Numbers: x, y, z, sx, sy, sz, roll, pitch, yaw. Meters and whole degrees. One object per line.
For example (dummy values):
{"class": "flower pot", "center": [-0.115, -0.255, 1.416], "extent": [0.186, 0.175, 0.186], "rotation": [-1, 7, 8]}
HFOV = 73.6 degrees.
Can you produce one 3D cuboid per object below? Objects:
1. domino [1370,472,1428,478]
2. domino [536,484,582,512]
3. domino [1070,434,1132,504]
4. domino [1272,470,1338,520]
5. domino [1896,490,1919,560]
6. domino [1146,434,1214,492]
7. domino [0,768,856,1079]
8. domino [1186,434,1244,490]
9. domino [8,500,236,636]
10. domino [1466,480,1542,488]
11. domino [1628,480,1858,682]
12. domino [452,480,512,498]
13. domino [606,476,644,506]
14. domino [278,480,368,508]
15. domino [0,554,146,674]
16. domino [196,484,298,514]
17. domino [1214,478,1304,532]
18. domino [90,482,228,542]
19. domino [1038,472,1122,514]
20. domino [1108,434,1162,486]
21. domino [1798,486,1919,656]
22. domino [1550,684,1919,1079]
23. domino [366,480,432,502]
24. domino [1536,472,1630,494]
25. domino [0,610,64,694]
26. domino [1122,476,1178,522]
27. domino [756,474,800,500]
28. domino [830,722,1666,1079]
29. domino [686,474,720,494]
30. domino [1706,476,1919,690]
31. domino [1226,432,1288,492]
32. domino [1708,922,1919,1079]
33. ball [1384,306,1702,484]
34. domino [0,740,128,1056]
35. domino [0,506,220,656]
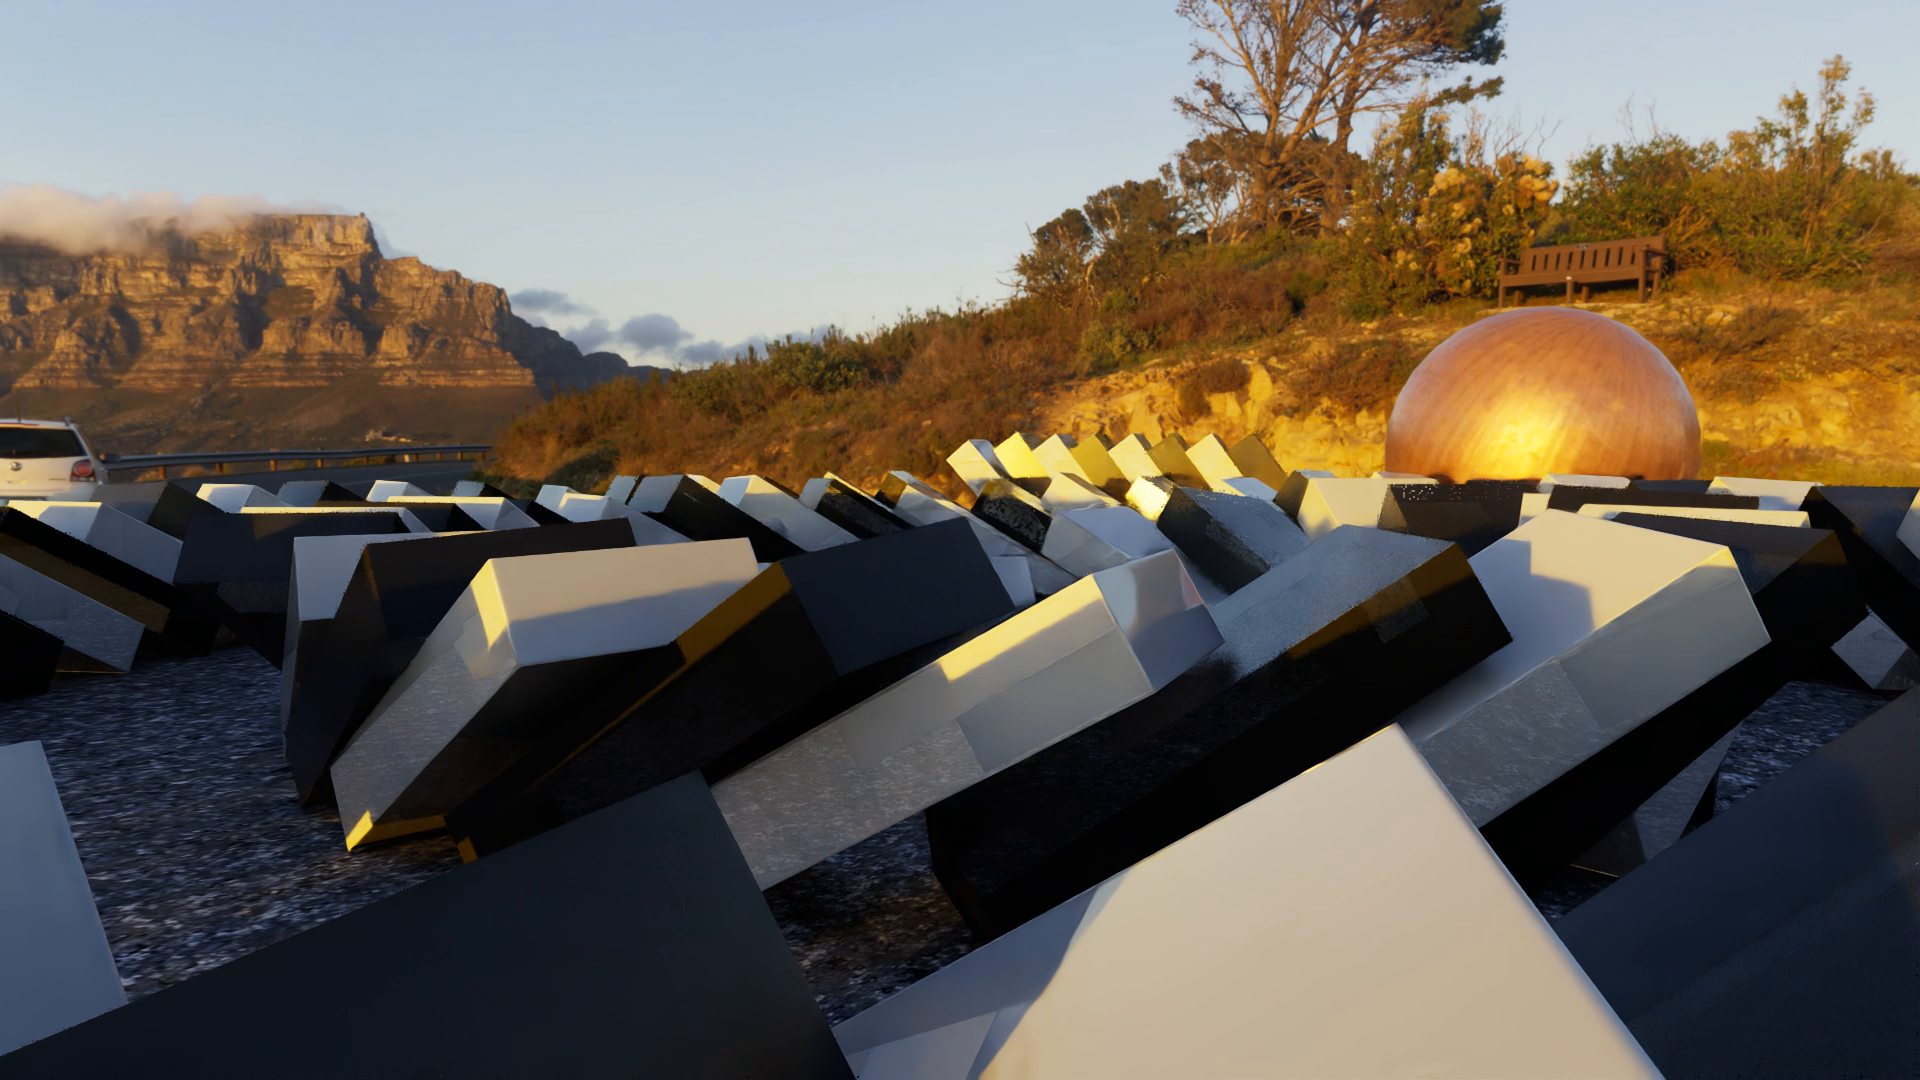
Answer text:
{"class": "domino", "center": [0.119, 0.002, 0.299], "extent": [0.025, 0.010, 0.050], "rotation": [0, 36, -44]}
{"class": "domino", "center": [-0.095, 0.000, 0.366], "extent": [0.050, 0.010, 0.025], "rotation": [29, -12, -31]}
{"class": "domino", "center": [0.055, -0.010, 0.403], "extent": [0.010, 0.050, 0.025], "rotation": [-37, -6, 15]}
{"class": "domino", "center": [0.102, 0.001, 0.309], "extent": [0.050, 0.010, 0.025], "rotation": [41, 23, 26]}
{"class": "domino", "center": [0.171, 0.010, 0.196], "extent": [0.025, 0.010, 0.050], "rotation": [2, 36, 2]}
{"class": "domino", "center": [0.077, -0.010, 0.395], "extent": [0.010, 0.050, 0.025], "rotation": [-37, -6, 15]}
{"class": "domino", "center": [-0.029, 0.023, 0.031], "extent": [0.050, 0.009, 0.025], "rotation": [-32, -8, 21]}
{"class": "domino", "center": [0.088, -0.009, 0.389], "extent": [0.009, 0.050, 0.025], "rotation": [-37, -6, 15]}
{"class": "domino", "center": [-0.165, 0.007, 0.263], "extent": [0.025, 0.010, 0.050], "rotation": [2, -23, 20]}
{"class": "domino", "center": [0.136, 0.004, 0.283], "extent": [0.025, 0.010, 0.050], "rotation": [-2, 36, -29]}
{"class": "domino", "center": [0.155, 0.006, 0.250], "extent": [0.025, 0.010, 0.050], "rotation": [-1, 37, -18]}
{"class": "domino", "center": [-0.113, 0.000, 0.351], "extent": [0.050, 0.010, 0.025], "rotation": [32, -15, -33]}
{"class": "domino", "center": [-0.078, -0.003, 0.378], "extent": [0.050, 0.010, 0.025], "rotation": [32, -12, -27]}
{"class": "domino", "center": [-0.141, 0.002, 0.318], "extent": [0.025, 0.010, 0.050], "rotation": [1, -26, 41]}
{"class": "domino", "center": [-0.170, 0.010, 0.220], "extent": [0.025, 0.009, 0.050], "rotation": [1, -24, 9]}
{"class": "domino", "center": [-0.151, 0.003, 0.302], "extent": [0.025, 0.010, 0.050], "rotation": [3, -25, 36]}
{"class": "domino", "center": [0.087, 0.002, 0.317], "extent": [0.050, 0.010, 0.025], "rotation": [37, 22, 25]}
{"class": "domino", "center": [-0.161, 0.004, 0.282], "extent": [0.025, 0.010, 0.050], "rotation": [-1, -28, 28]}
{"class": "domino", "center": [0.045, 0.000, 0.327], "extent": [0.050, 0.010, 0.025], "rotation": [33, 9, 10]}
{"class": "domino", "center": [0.066, -0.010, 0.399], "extent": [0.010, 0.050, 0.025], "rotation": [-37, -6, 15]}
{"class": "domino", "center": [0.167, 0.009, 0.215], "extent": [0.025, 0.010, 0.050], "rotation": [1, 36, -6]}
{"class": "domino", "center": [0.015, 0.022, 0.030], "extent": [0.050, 0.010, 0.025], "rotation": [-36, 1, 6]}
{"class": "domino", "center": [-0.128, 0.001, 0.335], "extent": [0.050, 0.010, 0.025], "rotation": [35, -19, -37]}
{"class": "domino", "center": [0.146, 0.004, 0.269], "extent": [0.025, 0.009, 0.050], "rotation": [1, 36, -25]}
{"class": "domino", "center": [-0.169, 0.012, 0.198], "extent": [0.025, 0.010, 0.050], "rotation": [0, -24, 2]}
{"class": "domino", "center": [0.066, 0.001, 0.323], "extent": [0.050, 0.010, 0.025], "rotation": [35, 15, 17]}
{"class": "domino", "center": [-0.042, -0.004, 0.399], "extent": [0.050, 0.010, 0.025], "rotation": [30, -4, -16]}
{"class": "domino", "center": [-0.008, 0.023, 0.030], "extent": [0.050, 0.010, 0.025], "rotation": [-32, -2, 11]}
{"class": "domino", "center": [-0.061, -0.003, 0.389], "extent": [0.050, 0.010, 0.025], "rotation": [31, -9, -23]}
{"class": "domino", "center": [0.162, 0.007, 0.235], "extent": [0.025, 0.010, 0.050], "rotation": [2, 36, -13]}
{"class": "domino", "center": [0.099, -0.009, 0.384], "extent": [0.010, 0.050, 0.025], "rotation": [-37, -6, 15]}
{"class": "domino", "center": [0.032, 0.021, 0.032], "extent": [0.050, 0.010, 0.025], "rotation": [-37, 6, 0]}
{"class": "ball", "center": [0.160, -0.024, 0.356], "extent": [0.080, 0.080, 0.080], "rotation": [0, 4, 0]}
{"class": "domino", "center": [-0.049, 0.023, 0.037], "extent": [0.050, 0.010, 0.025], "rotation": [-33, -13, 28]}
{"class": "domino", "center": [-0.168, 0.009, 0.241], "extent": [0.025, 0.010, 0.050], "rotation": [1, -24, 15]}
